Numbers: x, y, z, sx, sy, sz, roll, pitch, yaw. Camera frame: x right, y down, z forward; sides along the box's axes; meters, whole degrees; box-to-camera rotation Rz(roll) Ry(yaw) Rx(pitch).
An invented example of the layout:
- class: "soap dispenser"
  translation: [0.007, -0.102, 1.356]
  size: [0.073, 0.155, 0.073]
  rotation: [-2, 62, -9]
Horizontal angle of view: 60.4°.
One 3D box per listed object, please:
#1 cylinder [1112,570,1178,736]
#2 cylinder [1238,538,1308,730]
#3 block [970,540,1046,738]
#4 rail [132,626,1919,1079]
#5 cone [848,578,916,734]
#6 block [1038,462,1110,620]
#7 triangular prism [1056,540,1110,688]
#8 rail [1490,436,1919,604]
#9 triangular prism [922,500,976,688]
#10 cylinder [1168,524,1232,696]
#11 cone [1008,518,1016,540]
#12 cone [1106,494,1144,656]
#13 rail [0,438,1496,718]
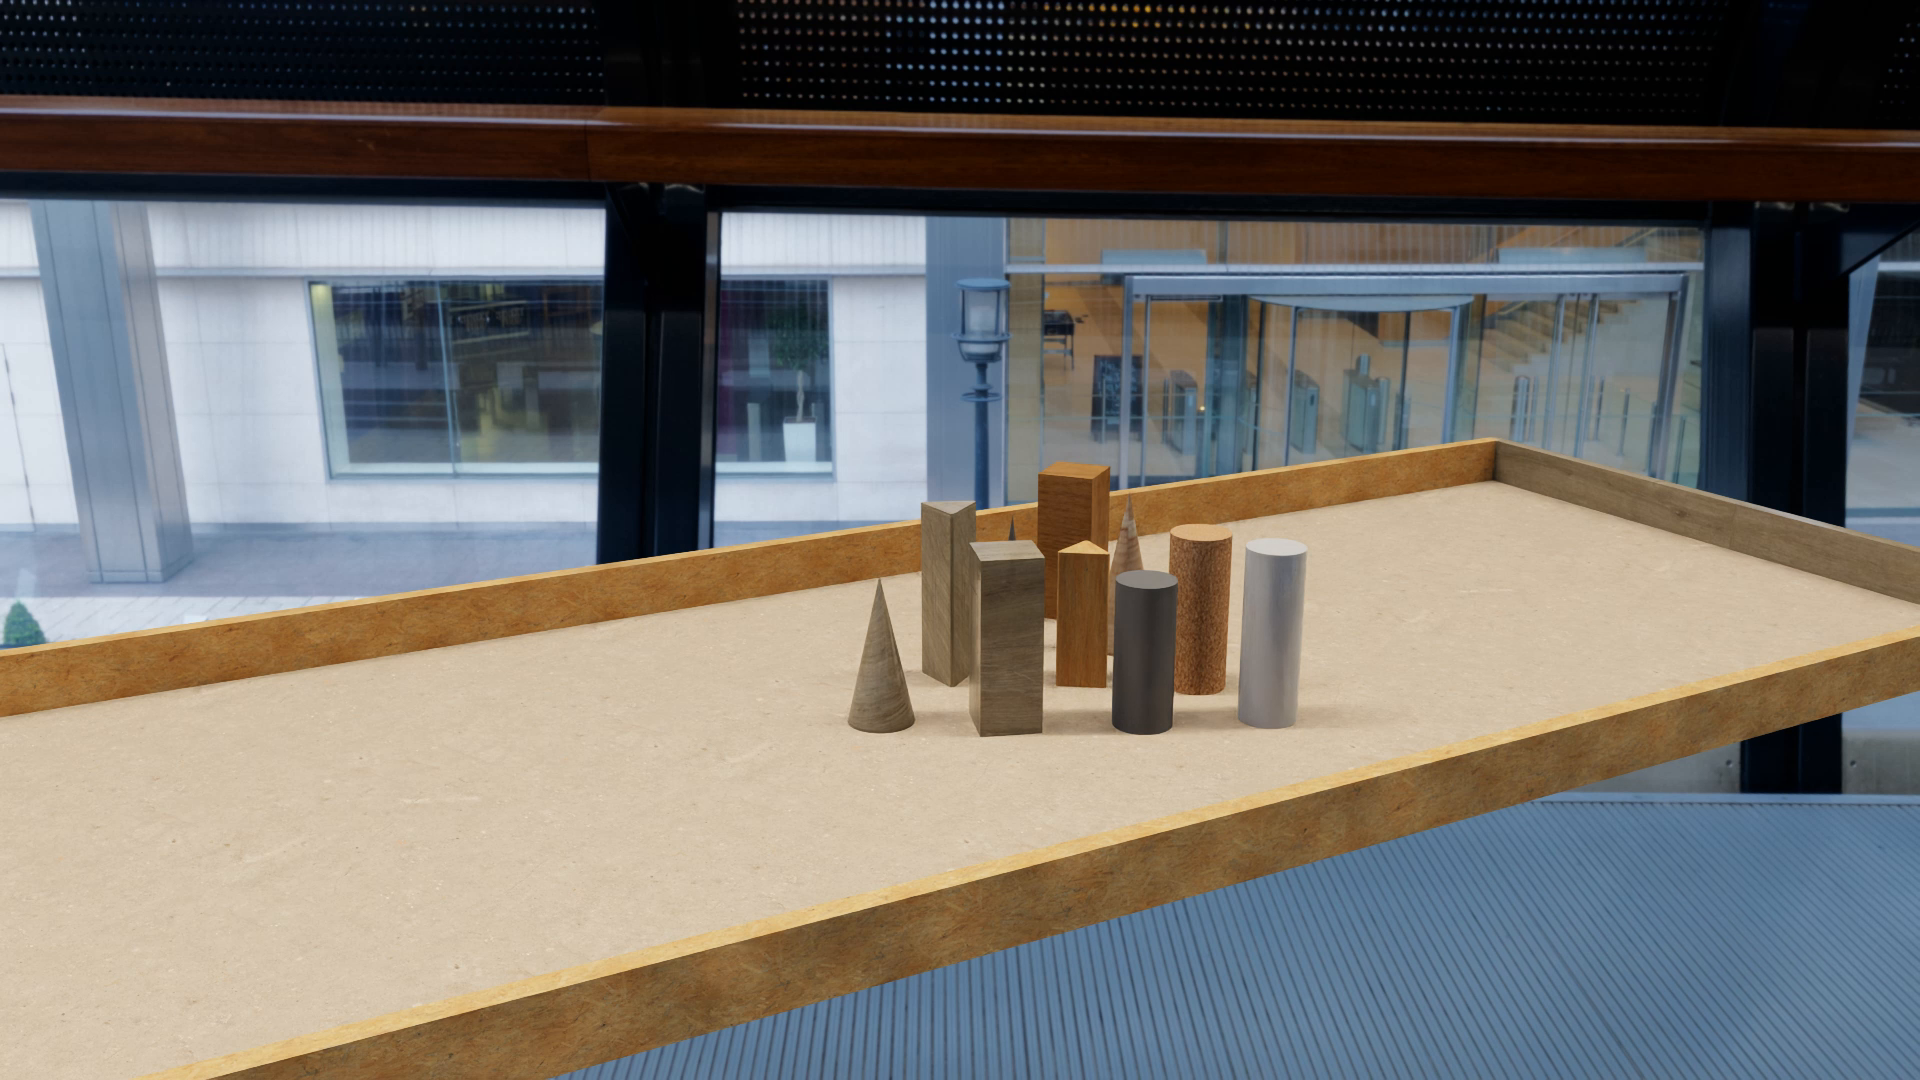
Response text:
- class: "cylinder"
  translation: [0.429, 0.261, 3.836]
  size: [0.143, 0.356, 0.143]
  rotation: [0, 16, 0]
- class: "cylinder"
  translation: [0.729, 0.219, 3.859]
  size: [0.141, 0.424, 0.141]
  rotation: [0, 16, 0]
- class: "block"
  translation: [0.107, 0.227, 3.827]
  size: [0.147, 0.426, 0.147]
  rotation: [-3, 17, -9]
- class: "rail"
  translation: [-2.336, 1.006, 1.665]
  size: [12.000, 0.150, 0.050]
  rotation: [-9, 18, -27]
- class: "cone"
  translation: [-0.186, 0.254, 3.852]
  size: [0.160, 0.360, 0.160]
  rotation: [0, 16, 0]
- class: "block"
  translation: [0.316, 0.006, 4.602]
  size: [0.156, 0.414, 0.156]
  rotation: [7, 18, 22]
- class: "triangular prism"
  translation: [0.308, 0.183, 4.113]
  size: [0.125, 0.348, 0.108]
  rotation: [2, 17, 7]
- class: "rail"
  translation: [2.466, -0.048, 5.253]
  size: [0.050, 0.150, 2.100]
  rotation: [-9, 18, -27]
- class: "triangular prism"
  translation: [-0.010, 0.127, 4.126]
  size: [0.116, 0.448, 0.134]
  rotation: [-11, 20, -33]
- class: "cylinder"
  translation: [0.588, 0.171, 4.070]
  size: [0.150, 0.396, 0.150]
  rotation: [0, 16, 0]
- class: "cone"
  translation: [0.136, 0.112, 4.322]
  size: [0.108, 0.367, 0.108]
  rotation: [0, 16, 0]
- class: "cone"
  translation: [0.439, 0.078, 4.333]
  size: [0.174, 0.427, 0.174]
  rotation: [0, 16, 0]
- class: "rail"
  translation: [-3.305, 0.497, 3.399]
  size: [12.000, 0.150, 0.050]
  rotation: [-9, 18, -27]
